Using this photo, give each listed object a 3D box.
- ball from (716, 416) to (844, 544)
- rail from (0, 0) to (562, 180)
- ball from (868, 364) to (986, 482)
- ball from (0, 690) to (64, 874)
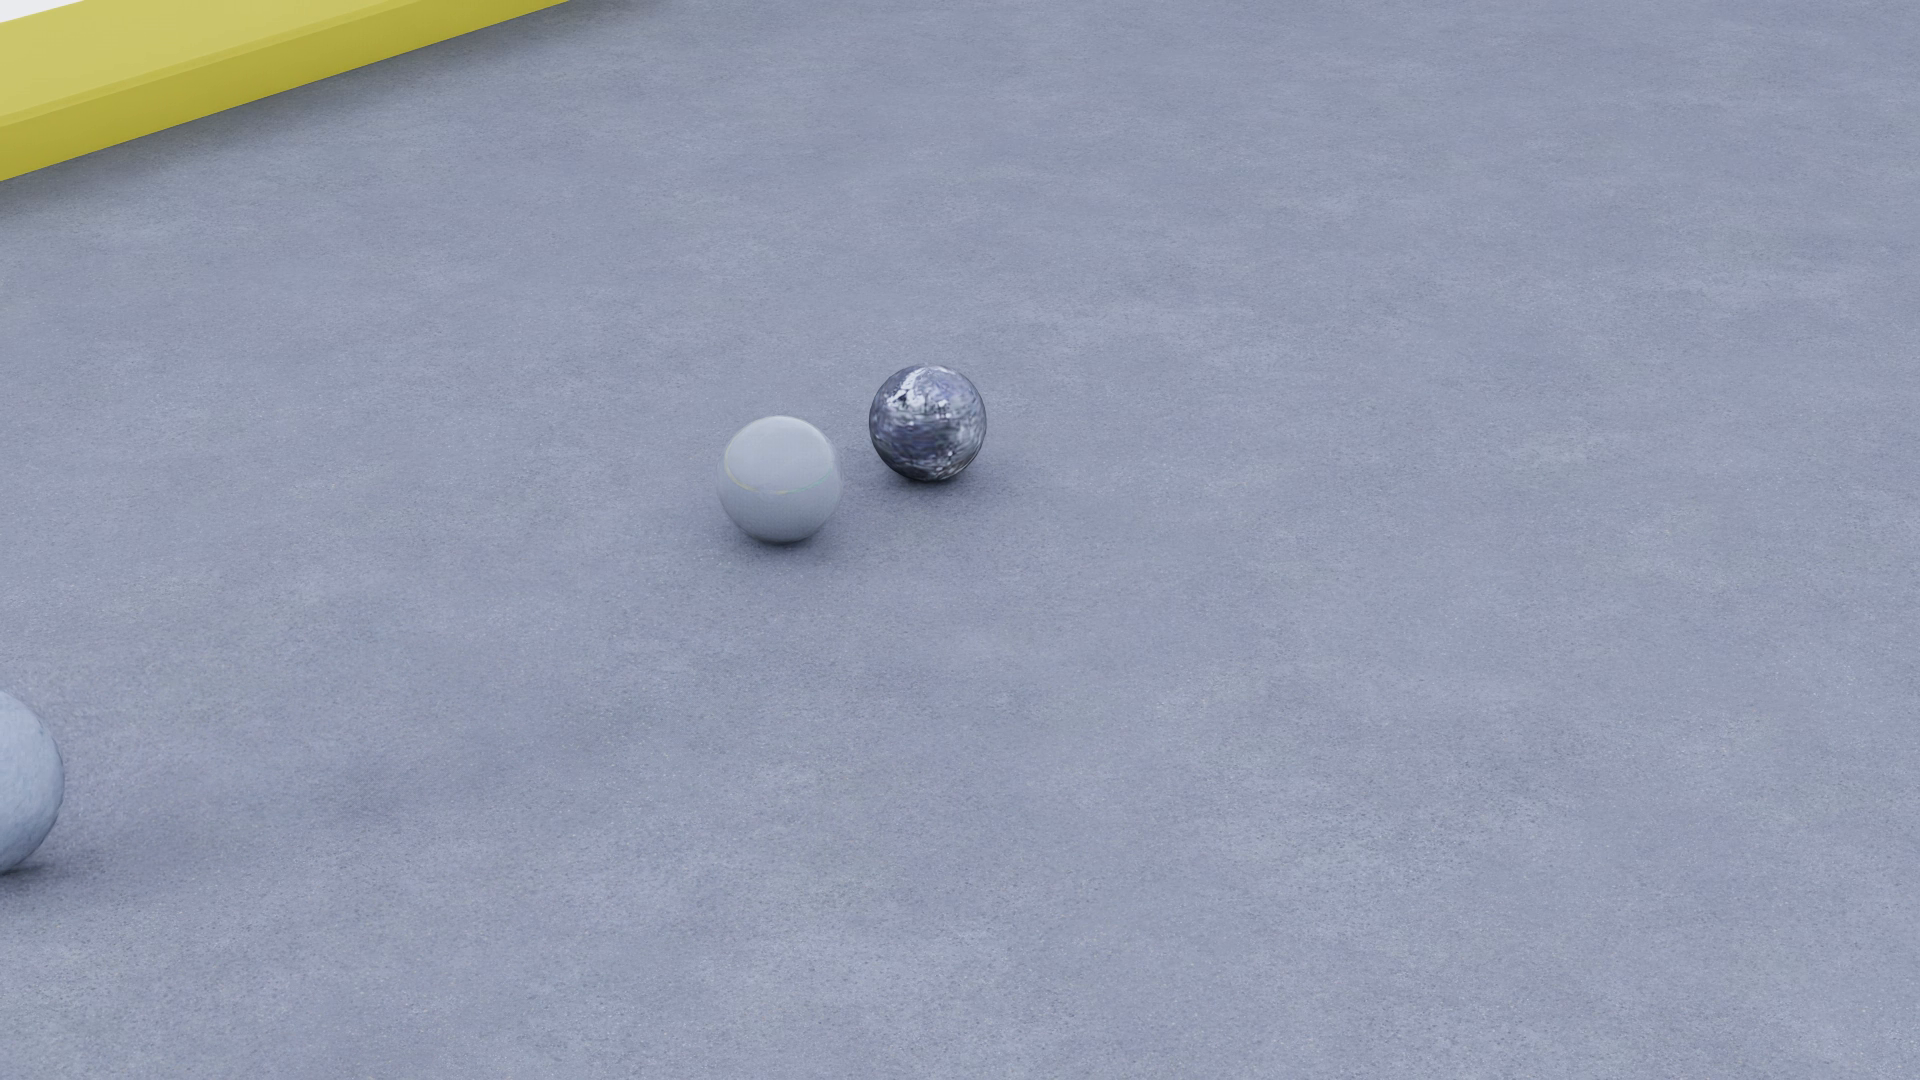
[{"bbox_3d":[-0.113,-0.038,1.843,0.080,0.080,0.080,0,26,0],"label":"ball"},{"bbox_3d":[-0.297,-0.652,3.053,0.045,0.130,3.966,18,31,32],"label":"rail"},{"bbox_3d":[-0.021,-0.077,1.926,0.078,0.078,0.078,0,26,0],"label":"ball"},{"bbox_3d":[-0.505,0.123,1.488,0.100,0.100,0.100,0,26,0],"label":"ball"}]
